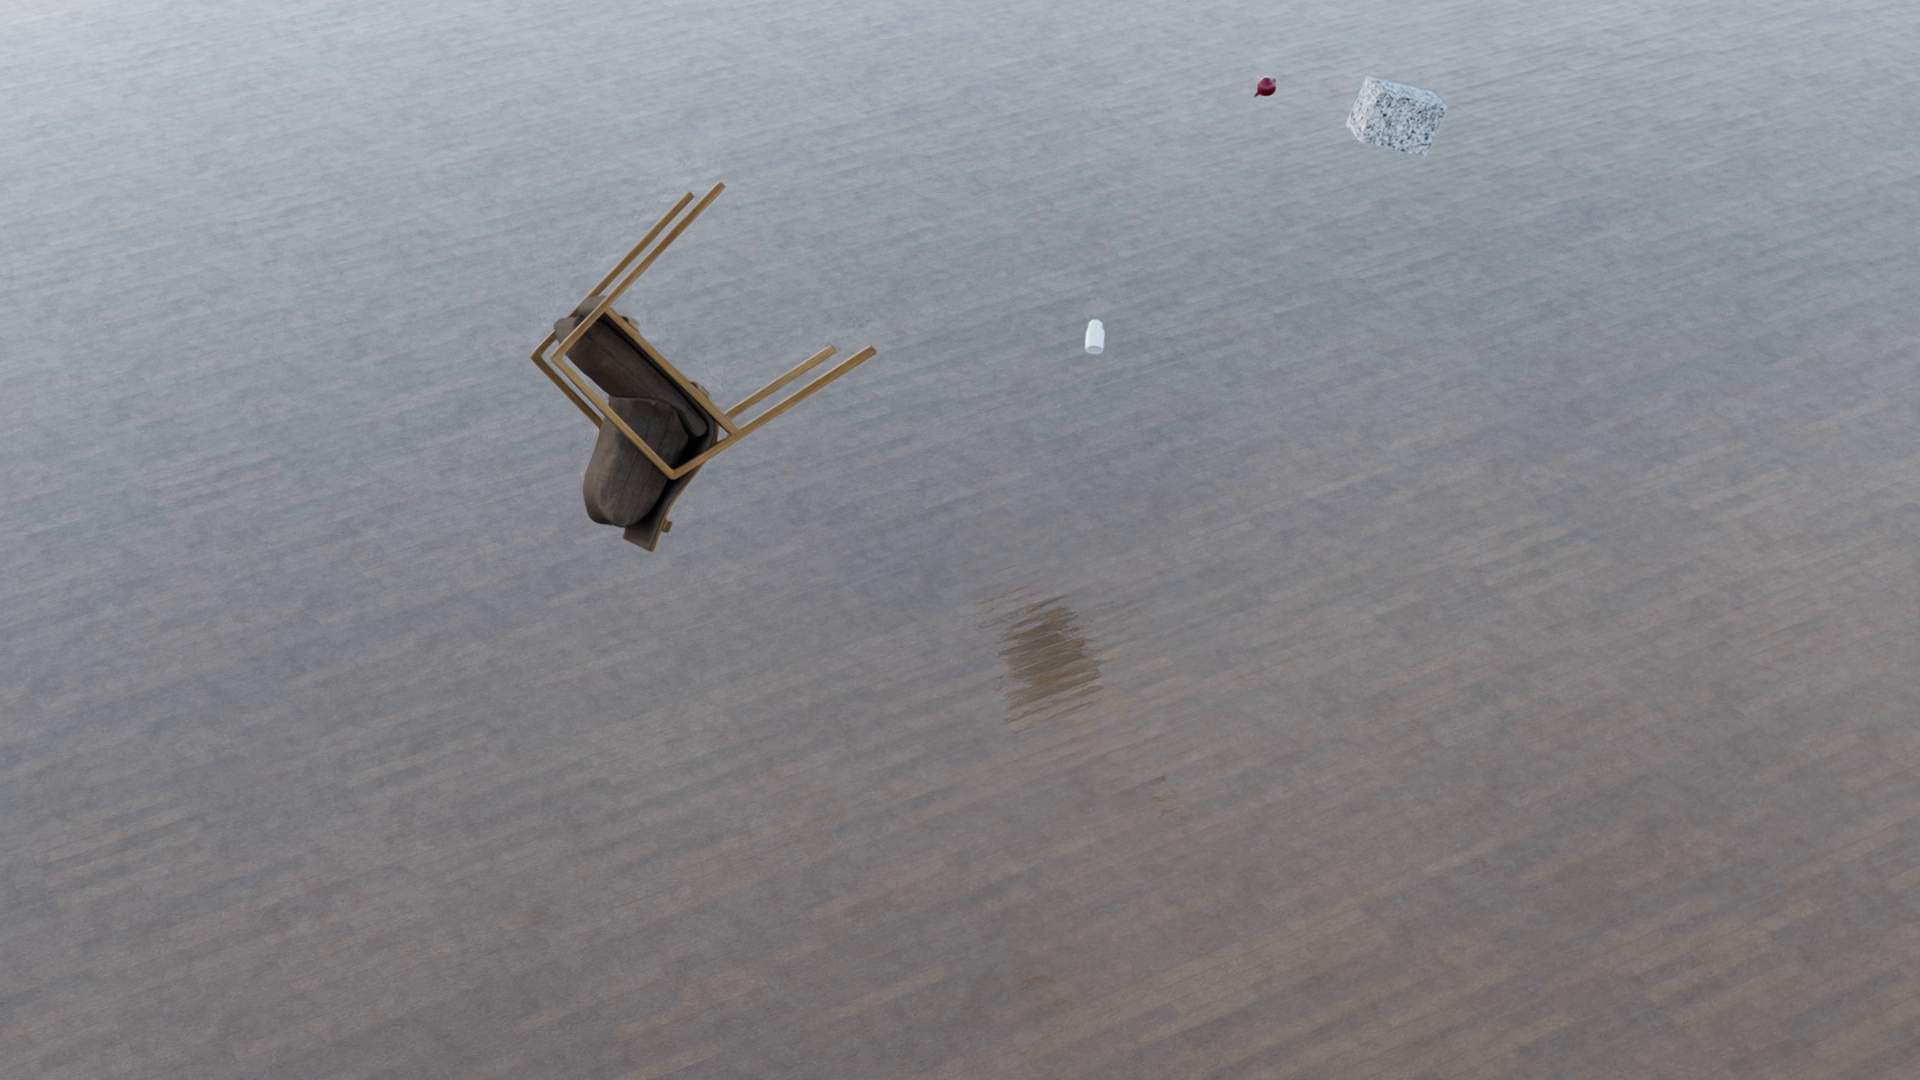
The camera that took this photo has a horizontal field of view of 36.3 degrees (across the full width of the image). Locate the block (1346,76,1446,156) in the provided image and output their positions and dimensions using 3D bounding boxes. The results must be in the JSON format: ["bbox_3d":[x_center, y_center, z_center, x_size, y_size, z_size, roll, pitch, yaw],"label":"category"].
[{"bbox_3d":[1.267,-1.231,8.520,0.221,0.158,0.117,9,29,-22],"label":"block"}]
